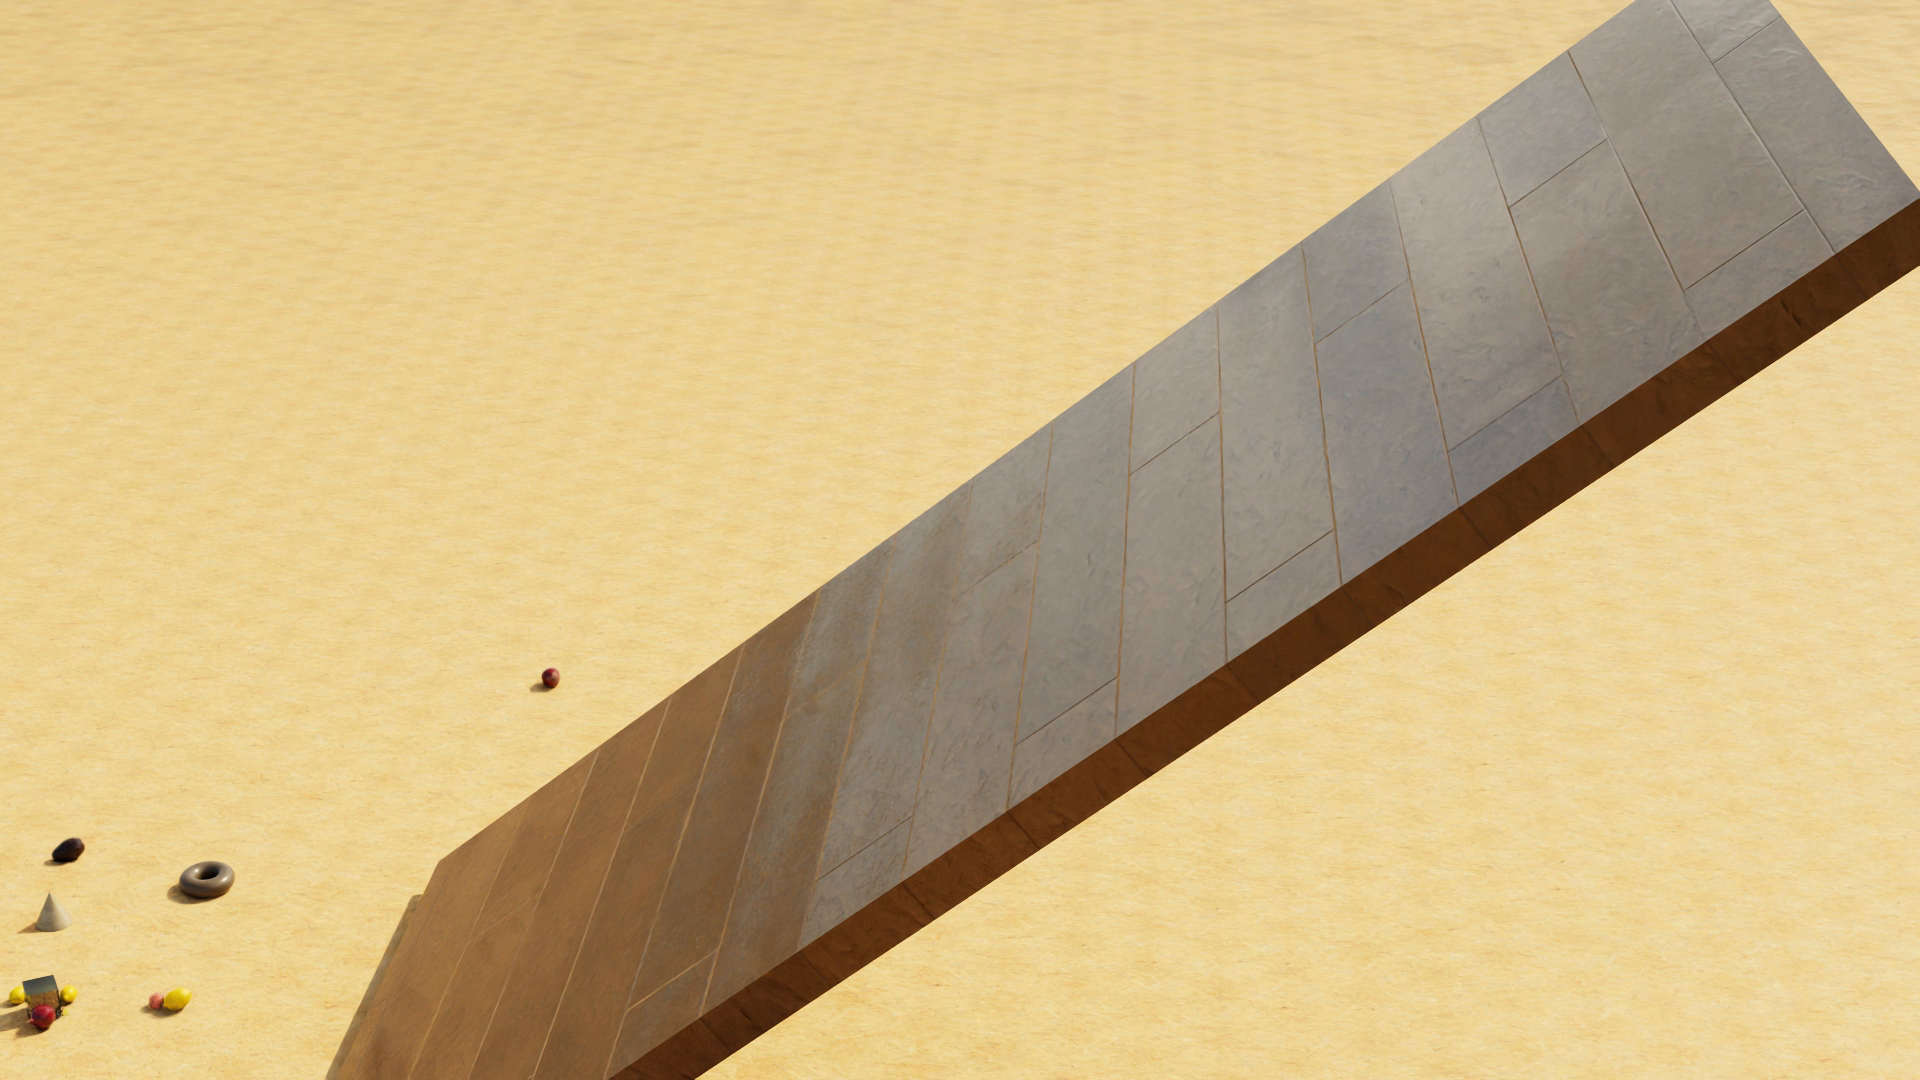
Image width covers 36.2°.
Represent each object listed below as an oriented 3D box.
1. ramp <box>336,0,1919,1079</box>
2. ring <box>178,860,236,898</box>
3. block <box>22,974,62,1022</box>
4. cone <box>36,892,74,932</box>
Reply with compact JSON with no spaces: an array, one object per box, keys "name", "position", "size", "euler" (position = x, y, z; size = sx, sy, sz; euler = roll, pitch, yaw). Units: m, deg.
[{"name":"ramp","position":[0.123,0.183,6.335],"size":[4.000,0.100,2.000],"euler":[-35,16,18]},{"name":"ring","position":[-2.011,0.907,7.857],"size":[0.148,0.049,0.148],"euler":[0,25,0]},{"name":"block","position":[-2.276,1.137,7.292],"size":[0.076,0.076,0.076],"euler":[-10,26,-23]},{"name":"cone","position":[-2.371,0.958,7.680],"size":[0.096,0.096,0.096],"euler":[0,23,0]}]
